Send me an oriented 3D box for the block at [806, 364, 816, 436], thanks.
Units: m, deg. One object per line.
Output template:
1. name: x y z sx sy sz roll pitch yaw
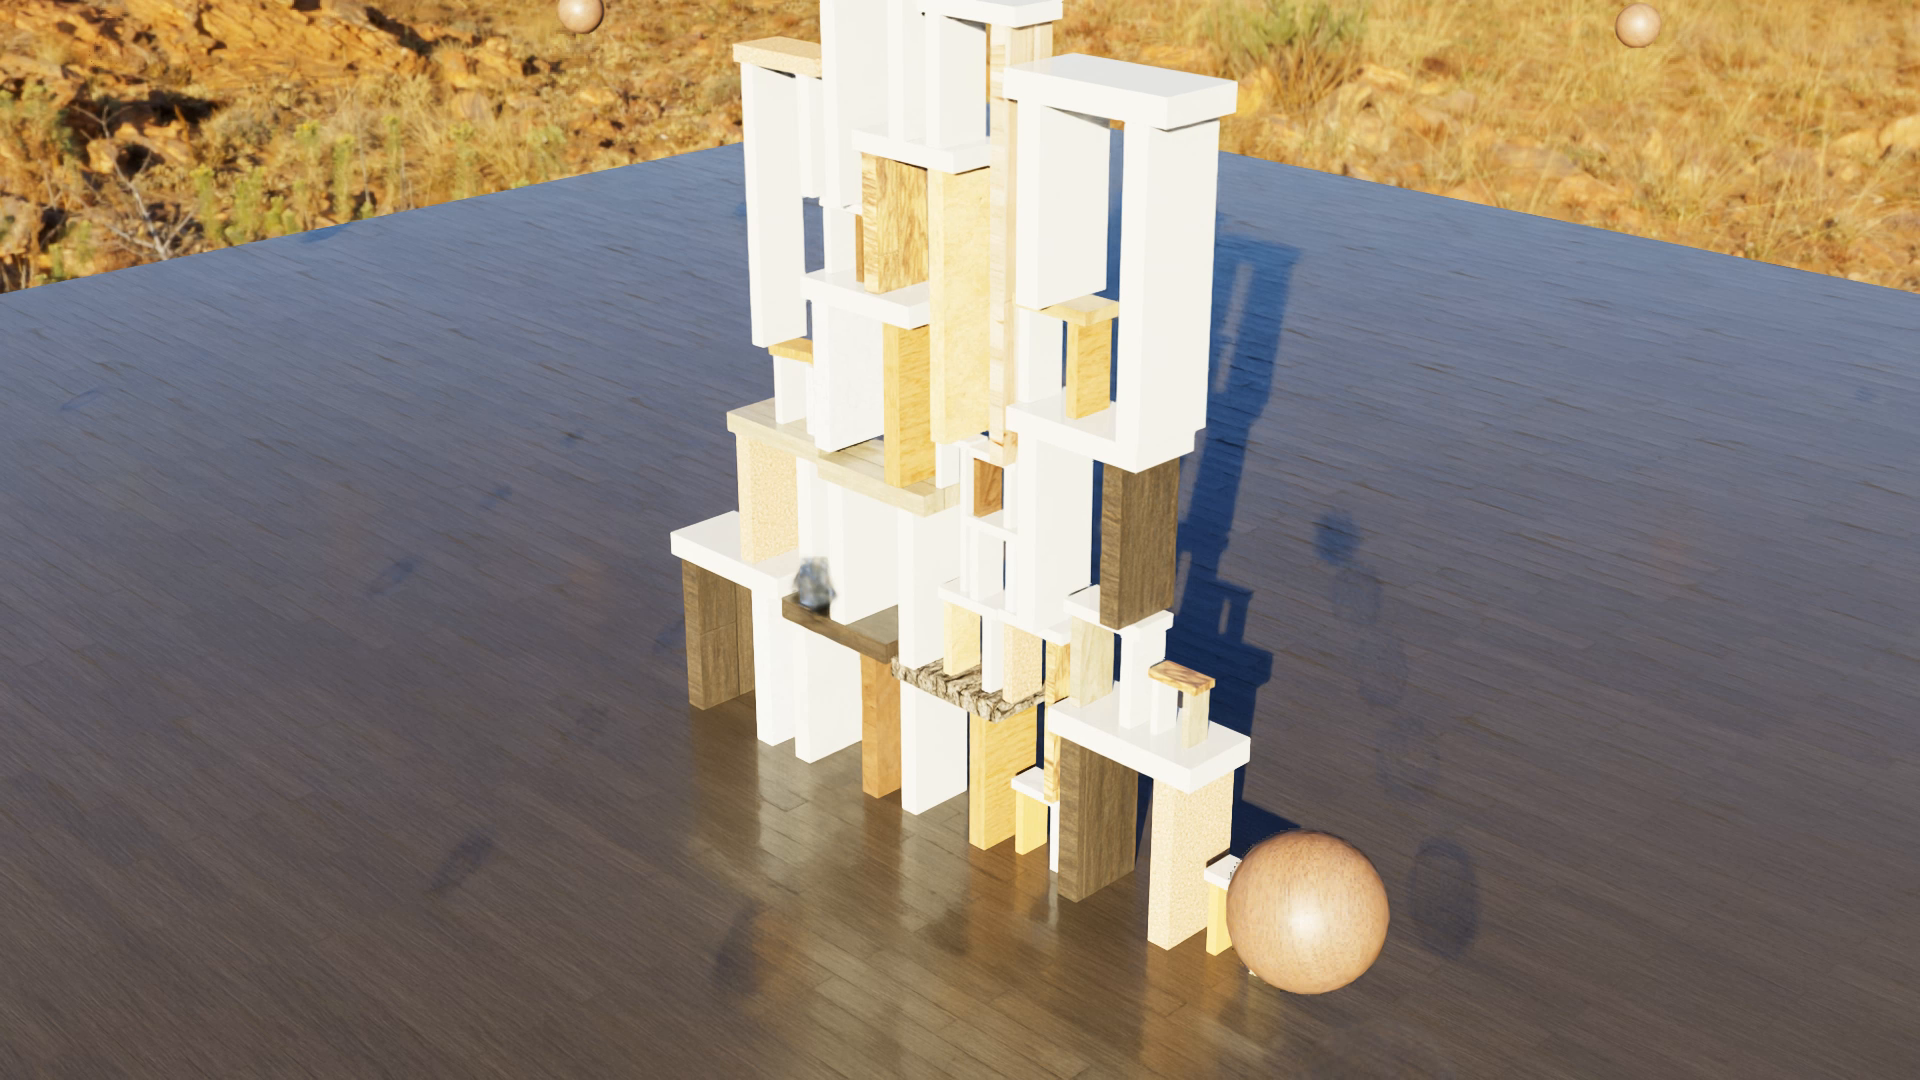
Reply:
1. block: -0.274 -0.286 4.399 0.020 0.142 0.071 21 31 40

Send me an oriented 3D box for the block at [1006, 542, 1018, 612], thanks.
1. block: 0.117 0.059 4.116 0.070 0.140 0.020 -21 31 -40

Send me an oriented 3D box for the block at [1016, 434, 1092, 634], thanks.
1. block: 0.173 -0.030 4.019 0.043 0.381 0.153 21 31 41

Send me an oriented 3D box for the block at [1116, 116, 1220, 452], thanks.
1. block: 0.344 -0.432 3.660 0.177 0.552 0.050 -21 31 -40

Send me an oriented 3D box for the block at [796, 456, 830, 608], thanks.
1. block: -0.264 -0.033 4.500 0.040 0.324 0.141 21 31 41

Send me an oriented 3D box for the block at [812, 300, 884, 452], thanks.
1. block: -0.216 -0.338 4.316 0.043 0.302 0.151 21 31 40

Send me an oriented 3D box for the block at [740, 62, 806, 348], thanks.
1. block: -0.365 -0.665 4.339 0.033 0.562 0.115 21 30 41

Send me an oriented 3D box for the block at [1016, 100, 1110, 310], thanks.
1. block: 0.177 -0.588 3.774 0.177 0.354 0.050 -21 31 -40

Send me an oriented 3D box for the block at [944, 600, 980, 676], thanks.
1. block: 0.004 0.179 4.290 0.022 0.157 0.079 21 31 40

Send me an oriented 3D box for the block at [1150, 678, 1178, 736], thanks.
1. block: 0.367 0.292 3.949 0.054 0.108 0.015 -21 31 -41

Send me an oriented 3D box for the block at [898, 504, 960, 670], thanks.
1. block: -0.051 0.076 4.311 0.151 0.331 0.043 -21 31 -40

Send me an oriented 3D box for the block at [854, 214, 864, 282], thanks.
1. block: -0.168 -0.560 4.176 0.018 0.131 0.065 21 32 40

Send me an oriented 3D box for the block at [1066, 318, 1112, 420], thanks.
1. block: 0.225 -0.306 3.846 0.087 0.174 0.025 -21 31 -41

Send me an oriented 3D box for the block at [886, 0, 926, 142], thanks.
1. block: -0.068 -0.858 3.930 0.038 0.267 0.134 22 31 40

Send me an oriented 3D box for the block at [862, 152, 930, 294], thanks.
1. block: -0.120 -0.602 4.102 0.037 0.264 0.132 21 31 41

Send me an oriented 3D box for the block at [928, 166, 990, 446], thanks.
1. block: 0.004 -0.437 4.038 0.037 0.516 0.132 21 31 41

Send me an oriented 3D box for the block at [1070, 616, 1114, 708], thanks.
1. block: 0.243 0.210 4.047 0.026 0.182 0.091 22 31 40

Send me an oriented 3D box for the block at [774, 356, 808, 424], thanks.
1. block: -0.342 -0.312 4.460 0.020 0.142 0.071 21 31 41

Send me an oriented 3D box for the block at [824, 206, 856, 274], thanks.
1. block: -0.230 -0.583 4.231 0.065 0.131 0.018 -22 31 -40

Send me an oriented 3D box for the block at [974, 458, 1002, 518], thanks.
1. block: 0.052 -0.106 4.123 0.017 0.118 0.059 21 31 40

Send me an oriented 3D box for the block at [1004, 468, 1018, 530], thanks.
1. block: 0.108 -0.084 4.073 0.017 0.118 0.059 22 31 40

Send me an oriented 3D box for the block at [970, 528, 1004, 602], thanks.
1. block: 0.051 0.037 4.178 0.020 0.148 0.070 21 31 40

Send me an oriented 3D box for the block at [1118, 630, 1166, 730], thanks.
1. block: 0.329 0.242 3.970 0.026 0.182 0.091 21 31 40

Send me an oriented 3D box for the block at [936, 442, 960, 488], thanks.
1. block: -0.024 -0.151 4.186 0.014 0.098 0.049 21 31 40

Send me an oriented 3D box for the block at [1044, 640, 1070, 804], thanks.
1. block: 0.196 0.331 4.145 0.082 0.337 0.023 -21 31 -41

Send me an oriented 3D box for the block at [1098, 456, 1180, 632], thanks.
1. block: 0.316 -0.008 3.869 0.153 0.306 0.043 -21 31 -40

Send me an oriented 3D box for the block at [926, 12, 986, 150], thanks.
1. block: -0.007 -0.817 3.877 0.033 0.235 0.117 22 32 40

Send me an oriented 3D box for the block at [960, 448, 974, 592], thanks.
1. block: 0.023 -0.044 4.182 0.014 0.292 0.049 21 31 40

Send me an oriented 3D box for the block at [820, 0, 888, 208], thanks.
1. block: -0.192 -0.838 4.078 0.038 0.419 0.134 21 32 40

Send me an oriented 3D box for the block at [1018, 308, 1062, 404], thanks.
1. block: 0.144 -0.338 3.922 0.087 0.174 0.025 -21 31 -41

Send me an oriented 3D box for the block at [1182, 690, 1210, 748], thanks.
1. block: 0.418 0.311 3.902 0.054 0.108 0.015 -21 31 -41

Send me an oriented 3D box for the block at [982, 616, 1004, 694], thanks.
1. block: 0.079 0.208 4.222 0.022 0.157 0.079 21 31 40

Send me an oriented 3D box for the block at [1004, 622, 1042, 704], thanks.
1. block: 0.120 0.221 4.182 0.023 0.164 0.082 21 31 41

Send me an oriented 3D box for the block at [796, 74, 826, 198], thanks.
1. block: -0.253 -0.776 4.176 0.033 0.230 0.115 19 29 39

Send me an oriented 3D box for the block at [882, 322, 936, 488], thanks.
1. block: -0.076 -0.273 4.187 0.043 0.322 0.151 22 31 40

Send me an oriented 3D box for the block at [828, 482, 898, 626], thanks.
1. block: -0.194 0.006 4.436 0.043 0.301 0.151 21 31 41

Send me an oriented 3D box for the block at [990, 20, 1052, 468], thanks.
1. block: 0.106 -0.517 3.884 0.033 0.793 0.117 21 31 40
